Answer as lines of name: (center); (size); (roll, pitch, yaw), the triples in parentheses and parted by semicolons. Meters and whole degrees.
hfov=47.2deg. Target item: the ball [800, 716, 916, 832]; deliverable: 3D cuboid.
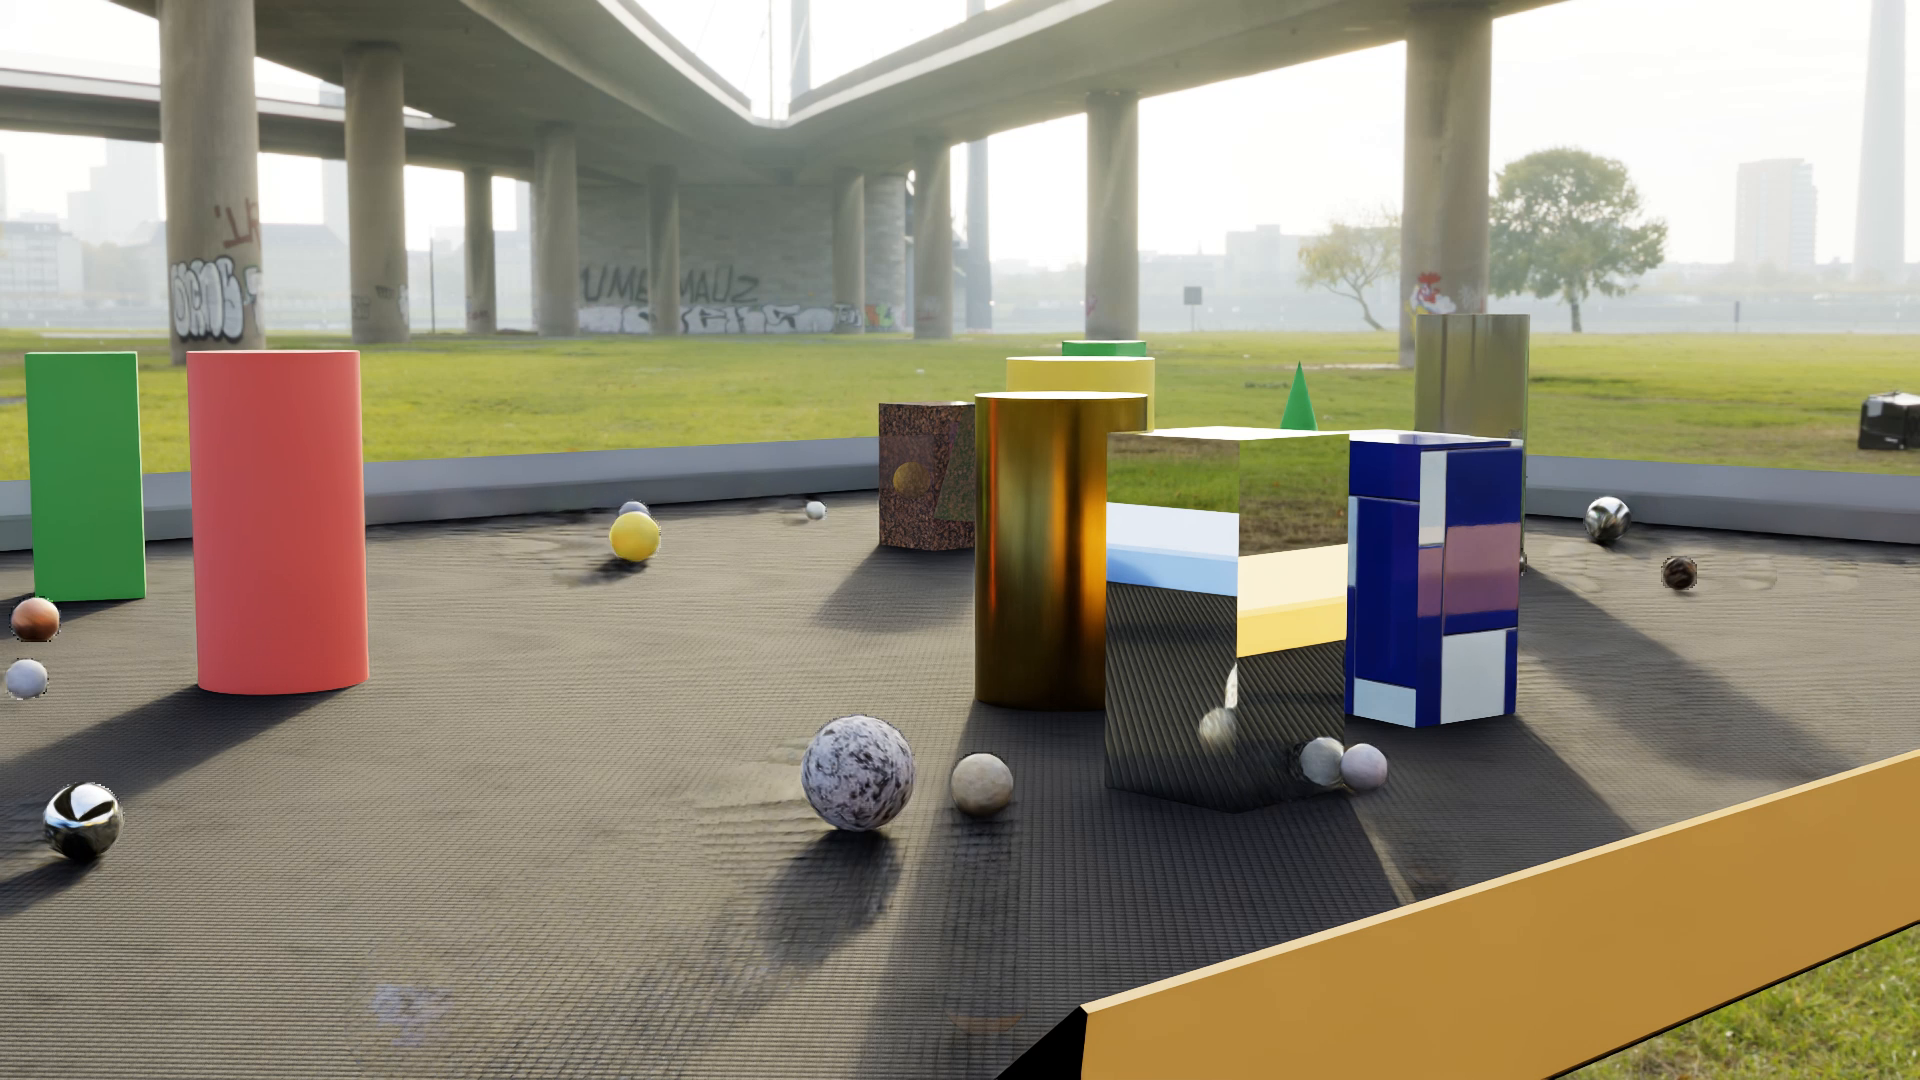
ball: (-0.087, 0.200, 1.886); (0.098, 0.098, 0.098); (0, 6, 0)

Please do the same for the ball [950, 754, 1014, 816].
ball: (0.019, 0.216, 1.942); (0.056, 0.056, 0.056); (0, 6, 0)

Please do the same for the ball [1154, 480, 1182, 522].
ball: (0.429, -0.083, 4.657); (0.086, 0.086, 0.086); (0, 6, 0)

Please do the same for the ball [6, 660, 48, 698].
ball: (-1.073, 0.160, 2.527); (0.045, 0.045, 0.045); (0, 6, 0)

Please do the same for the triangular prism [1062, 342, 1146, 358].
triangular prism: (0.319, -0.215, 4.497); (0.148, 0.381, 0.170); (-4, 7, -33)

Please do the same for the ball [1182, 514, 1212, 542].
ball: (0.456, -0.023, 4.229); (0.056, 0.056, 0.056); (0, 6, 0)

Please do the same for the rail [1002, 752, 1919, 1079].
rail: (1.176, 0.166, 2.064); (3.872, 0.128, 0.045); (-5, 8, -42)

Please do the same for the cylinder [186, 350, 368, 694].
cylinder: (-0.815, -0.027, 2.633); (0.197, 0.396, 0.197); (0, 6, 0)

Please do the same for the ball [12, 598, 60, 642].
ball: (-1.241, 0.108, 2.954); (0.060, 0.060, 0.060); (0, 6, 0)

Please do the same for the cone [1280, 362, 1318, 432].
cone: (0.629, -0.158, 4.088); (0.197, 0.353, 0.197); (0, 6, 0)

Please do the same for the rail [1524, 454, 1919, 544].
rail: (1.405, -0.101, 4.622); (0.045, 0.128, 3.516); (-5, 8, -42)

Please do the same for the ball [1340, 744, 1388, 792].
ball: (0.374, 0.211, 2.037); (0.045, 0.045, 0.045); (0, 6, 0)

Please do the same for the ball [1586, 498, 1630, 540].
ball: (1.258, -0.041, 4.266); (0.084, 0.084, 0.084); (0, 6, 0)

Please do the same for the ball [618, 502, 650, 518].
ball: (-0.659, -0.048, 4.440); (0.061, 0.061, 0.061); (0, 6, 0)

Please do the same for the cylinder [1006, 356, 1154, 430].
cylinder: (0.160, -0.051, 2.936); (0.197, 0.381, 0.197); (0, 6, 0)

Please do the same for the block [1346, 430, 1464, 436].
block: (0.525, 0.012, 2.769); (0.157, 0.290, 0.157); (-3, 7, -30)

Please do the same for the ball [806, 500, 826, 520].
ball: (-0.306, -0.062, 4.665); (0.042, 0.042, 0.042); (0, 6, 0)

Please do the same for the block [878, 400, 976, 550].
block: (-0.043, -0.125, 4.181); (0.157, 0.269, 0.157); (-5, 8, -42)

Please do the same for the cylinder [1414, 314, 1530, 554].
cylinder: (0.903, -0.180, 3.893); (0.197, 0.438, 0.197); (0, 6, 0)

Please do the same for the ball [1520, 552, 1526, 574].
ball: (0.911, 0.038, 3.653); (0.055, 0.055, 0.055); (0, 6, 0)

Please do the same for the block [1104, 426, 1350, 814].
block: (0.247, 0.066, 2.042); (0.157, 0.332, 0.157); (-6, 8, -43)

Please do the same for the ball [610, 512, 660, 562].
ball: (-0.577, -0.006, 3.906); (0.089, 0.089, 0.089); (0, 6, 0)

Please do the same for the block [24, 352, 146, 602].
block: (-1.366, -0.103, 3.443); (0.157, 0.379, 0.157); (-2, 6, -20)

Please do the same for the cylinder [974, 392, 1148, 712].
cylinder: (0.115, 0.008, 2.526); (0.197, 0.348, 0.197); (0, 6, 0)

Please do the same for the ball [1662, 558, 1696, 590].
ball: (1.150, 0.054, 3.517); (0.051, 0.051, 0.051); (0, 6, 0)

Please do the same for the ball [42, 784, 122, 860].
ball: (-0.714, 0.229, 1.790); (0.061, 0.061, 0.061); (0, 6, 0)

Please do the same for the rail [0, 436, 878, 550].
rail: (-1.176, -0.099, 4.599); (3.872, 0.128, 0.045); (-5, 8, -42)

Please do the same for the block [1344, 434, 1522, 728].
block: (0.507, 0.039, 2.445); (0.157, 0.303, 0.157); (-4, 7, -34)
